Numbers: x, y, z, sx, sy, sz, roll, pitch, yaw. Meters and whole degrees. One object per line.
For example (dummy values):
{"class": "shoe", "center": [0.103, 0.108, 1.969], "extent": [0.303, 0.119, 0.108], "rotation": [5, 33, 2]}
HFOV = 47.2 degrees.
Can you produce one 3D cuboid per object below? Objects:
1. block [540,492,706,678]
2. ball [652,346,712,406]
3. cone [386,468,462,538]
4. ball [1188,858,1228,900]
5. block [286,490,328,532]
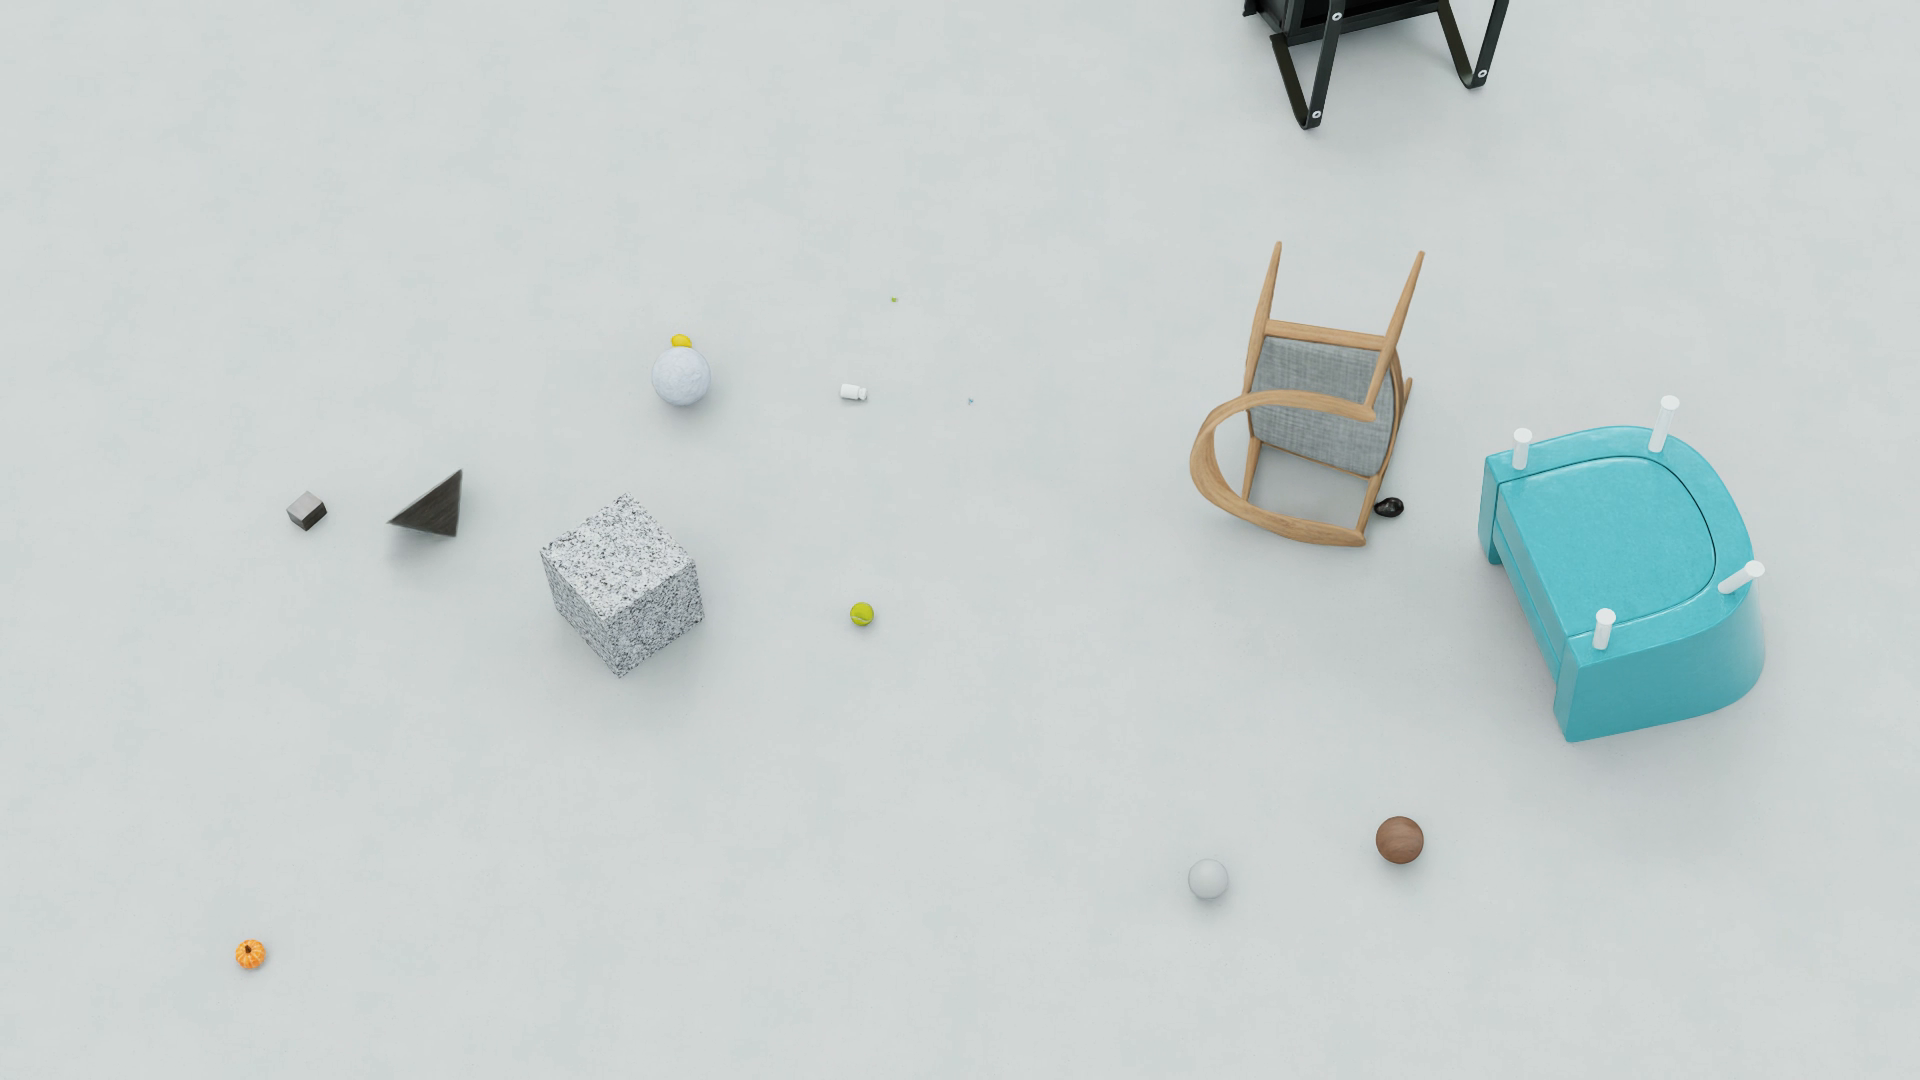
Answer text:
{"class": "block", "center": [-0.963, 0.129, 6.300], "extent": [0.310, 0.311, 0.314], "rotation": [-36, 63, -21]}
{"class": "ball", "center": [-0.863, -0.507, 6.803], "extent": [0.185, 0.185, 0.185], "rotation": [0, 56, 0]}
{"class": "cone", "center": [-1.553, -0.069, 6.564], "extent": [0.156, 0.226, 0.291], "rotation": [55, 49, -11]}
{"class": "ball", "center": [0.666, 0.909, 5.899], "extent": [0.109, 0.109, 0.109], "rotation": [0, 56, 0]}
{"class": "block", "center": [-1.959, -0.087, 6.596], "extent": [0.067, 0.060, 0.087], "rotation": [32, 62, 20]}
